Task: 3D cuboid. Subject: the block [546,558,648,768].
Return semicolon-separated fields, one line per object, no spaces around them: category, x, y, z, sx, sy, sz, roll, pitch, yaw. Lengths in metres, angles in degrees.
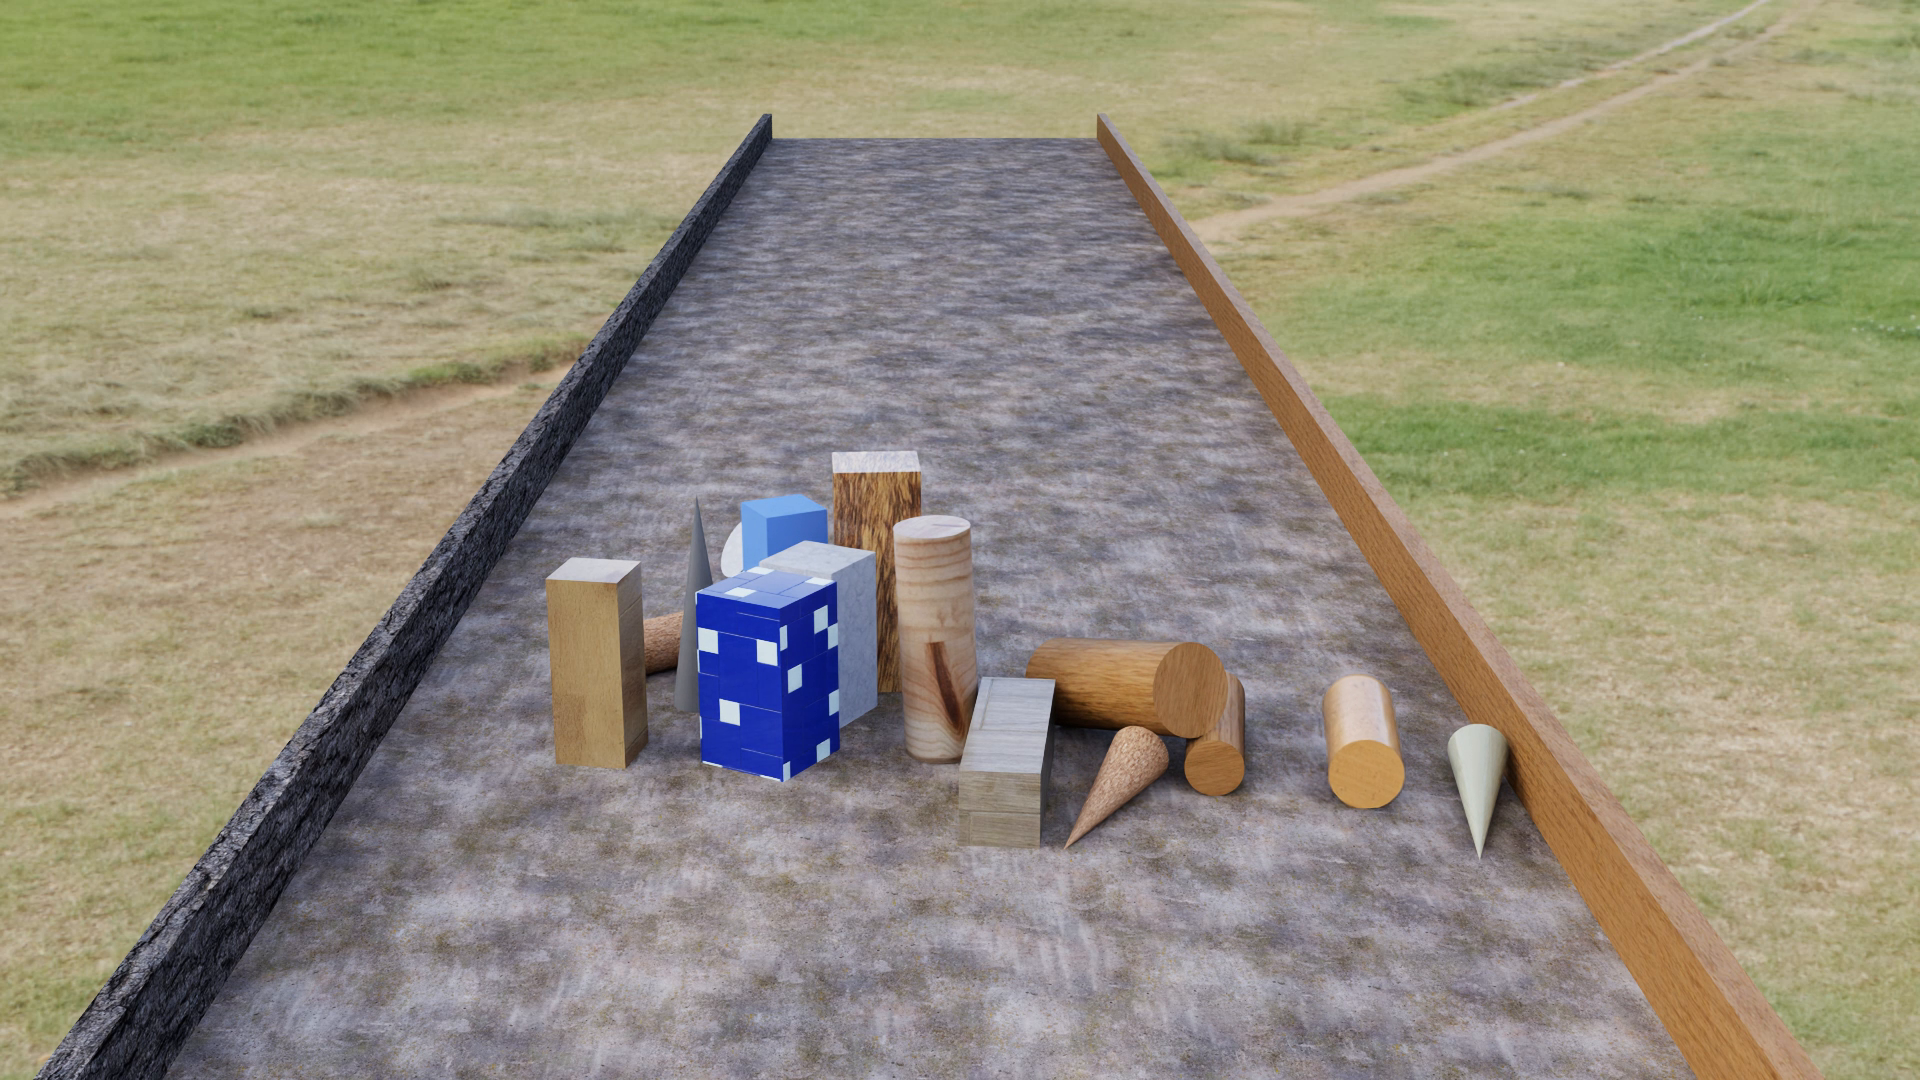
block;-0.640;0.217;3.894;0.129;0.344;0.129;3;17;10

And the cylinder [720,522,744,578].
cylinder;-0.327;0.074;4.506;0.306;0.129;0.129;27;1;-32

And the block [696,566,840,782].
block;-0.338;0.234;3.885;0.177;0.317;0.177;9;19;29

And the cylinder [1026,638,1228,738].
cylinder;0.290;0.259;3.909;0.164;0.164;0.382;-11;5;-32

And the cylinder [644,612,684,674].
cylinder;-0.568;0.199;4.373;0.436;0.105;0.105;-13;21;-37

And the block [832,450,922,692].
block;-0.161;0.061;4.253;0.164;0.437;0.164;-1;16;-4

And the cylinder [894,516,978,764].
cylinder;-0.040;0.176;3.891;0.135;0.418;0.135;-2;17;1

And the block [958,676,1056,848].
block;0.084;0.372;3.745;0.131;0.131;0.437;2;17;5

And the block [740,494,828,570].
block;-0.344;0.090;4.348;0.128;0.328;0.128;-9;19;-27

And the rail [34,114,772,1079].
rail;-1.118;-0.838;7.780;0.050;0.150;12.000;0;17;-1

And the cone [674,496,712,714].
cone;-0.488;0.112;4.129;0.116;0.412;0.116;0;17;0

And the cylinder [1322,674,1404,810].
cylinder;0.701;0.348;3.838;0.125;0.125;0.322;2;17;7

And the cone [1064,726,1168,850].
cone;0.239;0.435;3.673;0.106;0.106;0.326;8;28;26

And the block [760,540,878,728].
block;-0.262;0.177;4.097;0.155;0.305;0.155;9;19;28

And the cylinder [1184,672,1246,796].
cylinder;0.455;0.338;3.909;0.102;0.102;0.352;2;17;7

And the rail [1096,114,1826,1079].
rail;0.932;-0.844;7.801;0.050;0.150;12.000;0;17;-1

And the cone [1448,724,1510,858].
cone;0.864;0.439;3.661;0.105;0.105;0.352;3;25;11
